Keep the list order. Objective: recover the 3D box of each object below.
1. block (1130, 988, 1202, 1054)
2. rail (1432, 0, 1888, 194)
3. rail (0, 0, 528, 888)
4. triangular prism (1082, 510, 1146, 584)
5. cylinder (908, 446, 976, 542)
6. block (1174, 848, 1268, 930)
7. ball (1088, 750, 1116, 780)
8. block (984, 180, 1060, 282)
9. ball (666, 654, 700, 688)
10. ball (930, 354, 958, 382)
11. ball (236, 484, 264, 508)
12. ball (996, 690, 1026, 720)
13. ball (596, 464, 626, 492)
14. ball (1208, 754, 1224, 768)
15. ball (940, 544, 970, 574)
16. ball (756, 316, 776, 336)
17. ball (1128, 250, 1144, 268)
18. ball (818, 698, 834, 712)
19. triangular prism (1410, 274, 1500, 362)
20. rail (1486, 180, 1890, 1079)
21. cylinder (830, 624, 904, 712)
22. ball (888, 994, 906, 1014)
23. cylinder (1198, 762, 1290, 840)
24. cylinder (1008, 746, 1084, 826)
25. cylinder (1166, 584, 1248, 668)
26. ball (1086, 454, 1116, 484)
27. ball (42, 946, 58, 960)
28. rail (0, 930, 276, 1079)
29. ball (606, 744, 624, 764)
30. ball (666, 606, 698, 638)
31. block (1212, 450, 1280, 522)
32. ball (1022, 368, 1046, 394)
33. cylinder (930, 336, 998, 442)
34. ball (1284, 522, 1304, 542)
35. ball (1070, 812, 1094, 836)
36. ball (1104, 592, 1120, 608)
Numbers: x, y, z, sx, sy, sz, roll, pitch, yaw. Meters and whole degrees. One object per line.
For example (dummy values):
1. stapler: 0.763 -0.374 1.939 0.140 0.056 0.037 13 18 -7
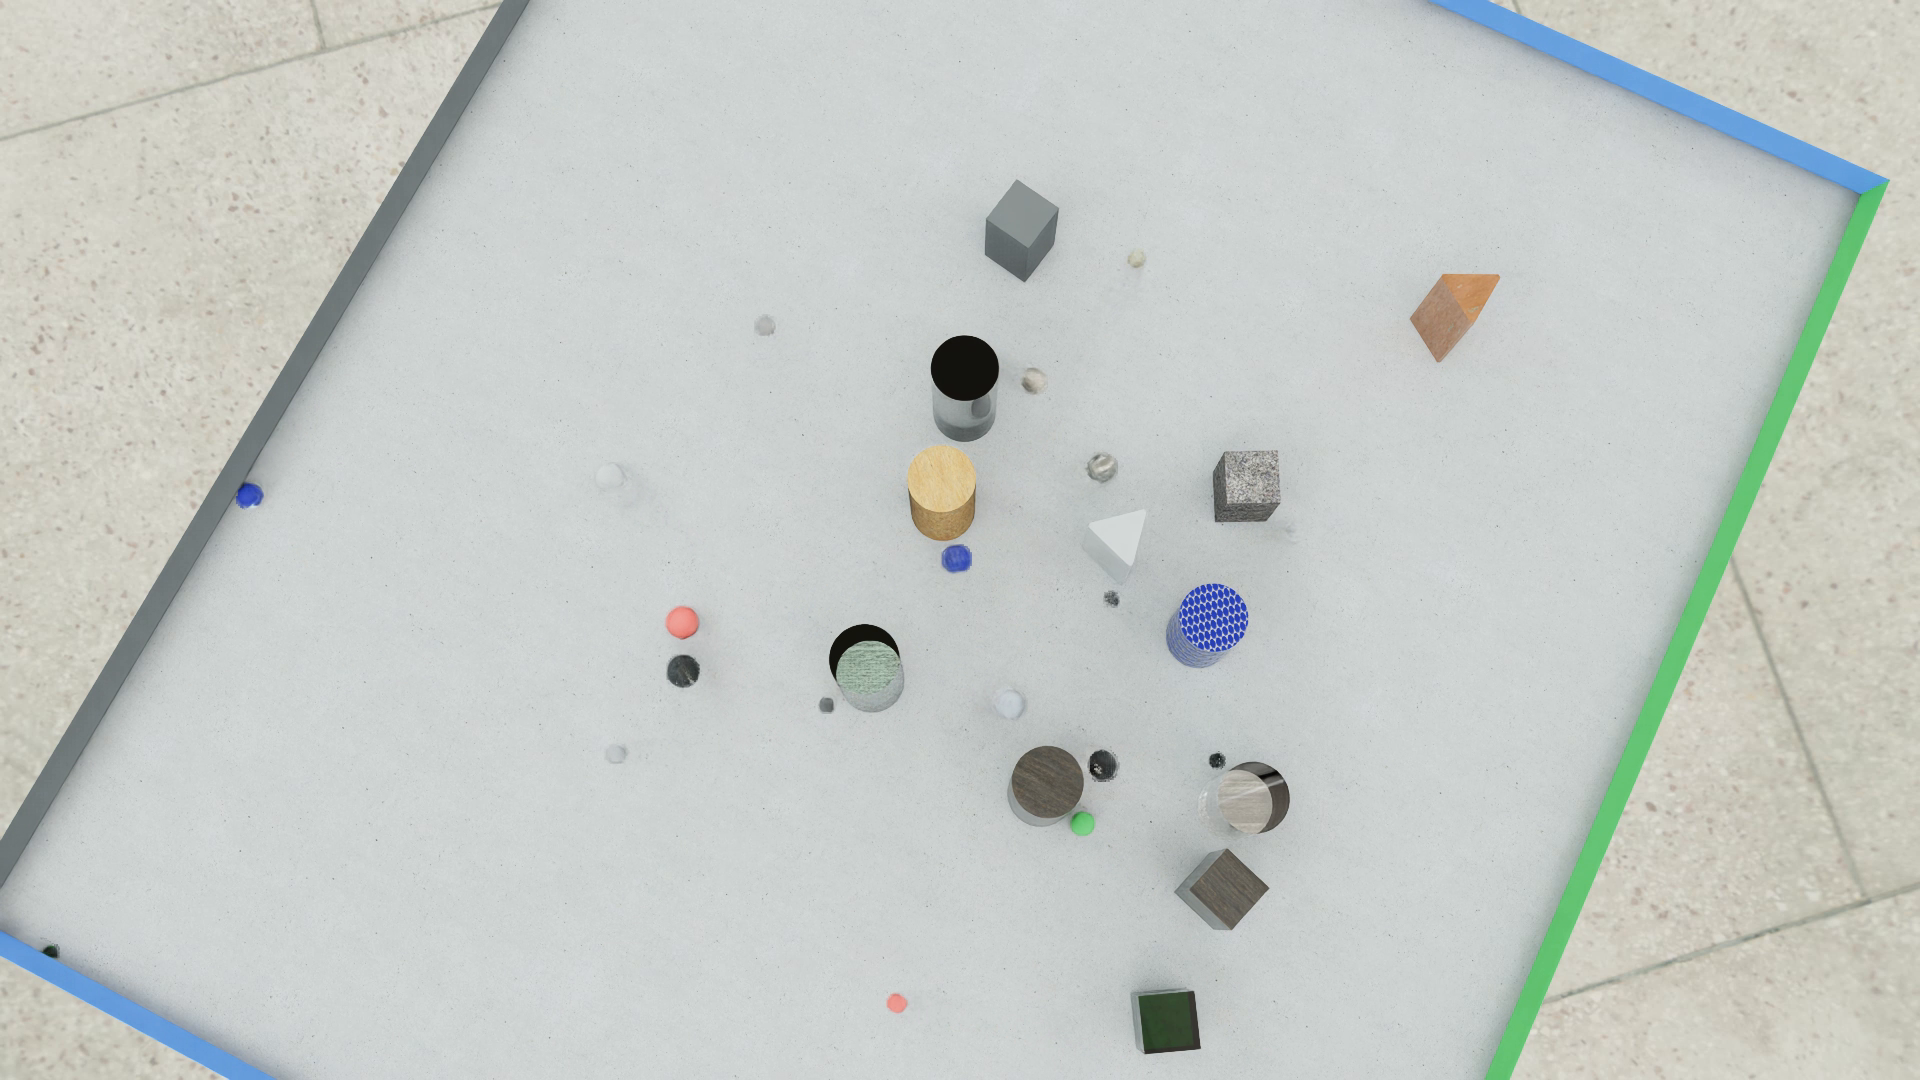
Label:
1. block: 0.582 1.364 5.208 0.158 0.248 0.158 -5 78 -1
2. rail: 1.027 -2.004 5.965 4.173 0.128 0.045 26 80 5
3. rail: -1.845 -0.897 5.736 0.045 0.128 4.639 26 80 5
4. triangular prism: 0.485 -0.004 5.458 0.148 0.312 0.171 -44 82 -8
5. cylinder: -0.052 -0.134 5.436 0.197 0.408 0.197 0 78 0
6. block: 0.741 0.998 5.223 0.158 0.366 0.158 43 81 8
7. ball: 0.421 0.668 5.434 0.088 0.088 0.088 0 78 0
8. block: 0.188 -0.951 5.658 0.158 0.305 0.158 36 81 7
9. ball: -0.828 0.393 5.485 0.099 0.099 0.099 0 78 0
10. ball: -0.050 -0.533 5.684 0.083 0.083 0.083 0 78 0
11. ball: -2.172 -0.136 5.606 0.076 0.076 0.076 0 78 0
12. ball: 0.151 0.491 5.470 0.087 0.087 0.087 0 78 0
13. ball: -1.070 -0.191 5.611 0.088 0.088 0.088 0 78 0
14. ball: 0.762 0.657 5.458 0.044 0.044 0.044 0 78 0
15. ball: -0.014 0.058 5.560 0.087 0.087 0.087 0 78 0
16. ball: -0.608 -0.668 5.724 0.061 0.061 0.061 0 78 0
17. ball: 0.554 -0.883 5.771 0.056 0.056 0.056 0 78 0
18. ball: -0.400 0.494 5.490 0.047 0.047 0.047 0 78 0
19. triangular prism: 1.478 -0.702 5.564 0.148 0.388 0.171 30 80 6
20. rail: 1.845 0.910 5.362 0.045 0.128 4.639 26 80 5
21. cylinder: -0.265 0.376 5.304 0.197 0.460 0.197 0 78 0
22. ball: -0.182 1.344 5.311 0.054 0.054 0.054 0 78 0
23. cylinder: 0.806 0.750 5.238 0.197 0.438 0.197 0 78 0
24. cylinder: 0.239 0.707 5.228 0.197 0.475 0.197 0 78 0
25. cylinder: 0.722 0.256 5.383 0.197 0.353 0.197 0 78 0
26. ball: 0.433 -0.219 5.616 0.090 0.090 0.090 0 78 0
27. ball: -2.653 1.206 5.345 0.043 0.043 0.043 0 78 0
28. rail: -1.027 2.018 5.132 4.173 0.128 0.045 26 80 5
29. ball: -1.028 0.638 5.456 0.055 0.055 0.055 0 78 0
30. ball: -0.835 0.249 5.515 0.097 0.097 0.097 0 78 0
31. block: 0.860 -0.159 5.516 0.158 0.262 0.158 -1 78 0
32. ball: 0.229 -0.495 5.679 0.079 0.079 0.079 0 78 0
33. cylinder: 0.014 -0.446 5.475 0.197 0.459 0.197 0 78 0
34. ball: 1.018 -0.024 5.591 0.059 0.059 0.059 0 78 0
35. ball: 0.361 0.837 5.406 0.073 0.073 0.073 0 78 0
36. ball: 0.461 0.181 5.556 0.046 0.046 0.046 0 78 0
